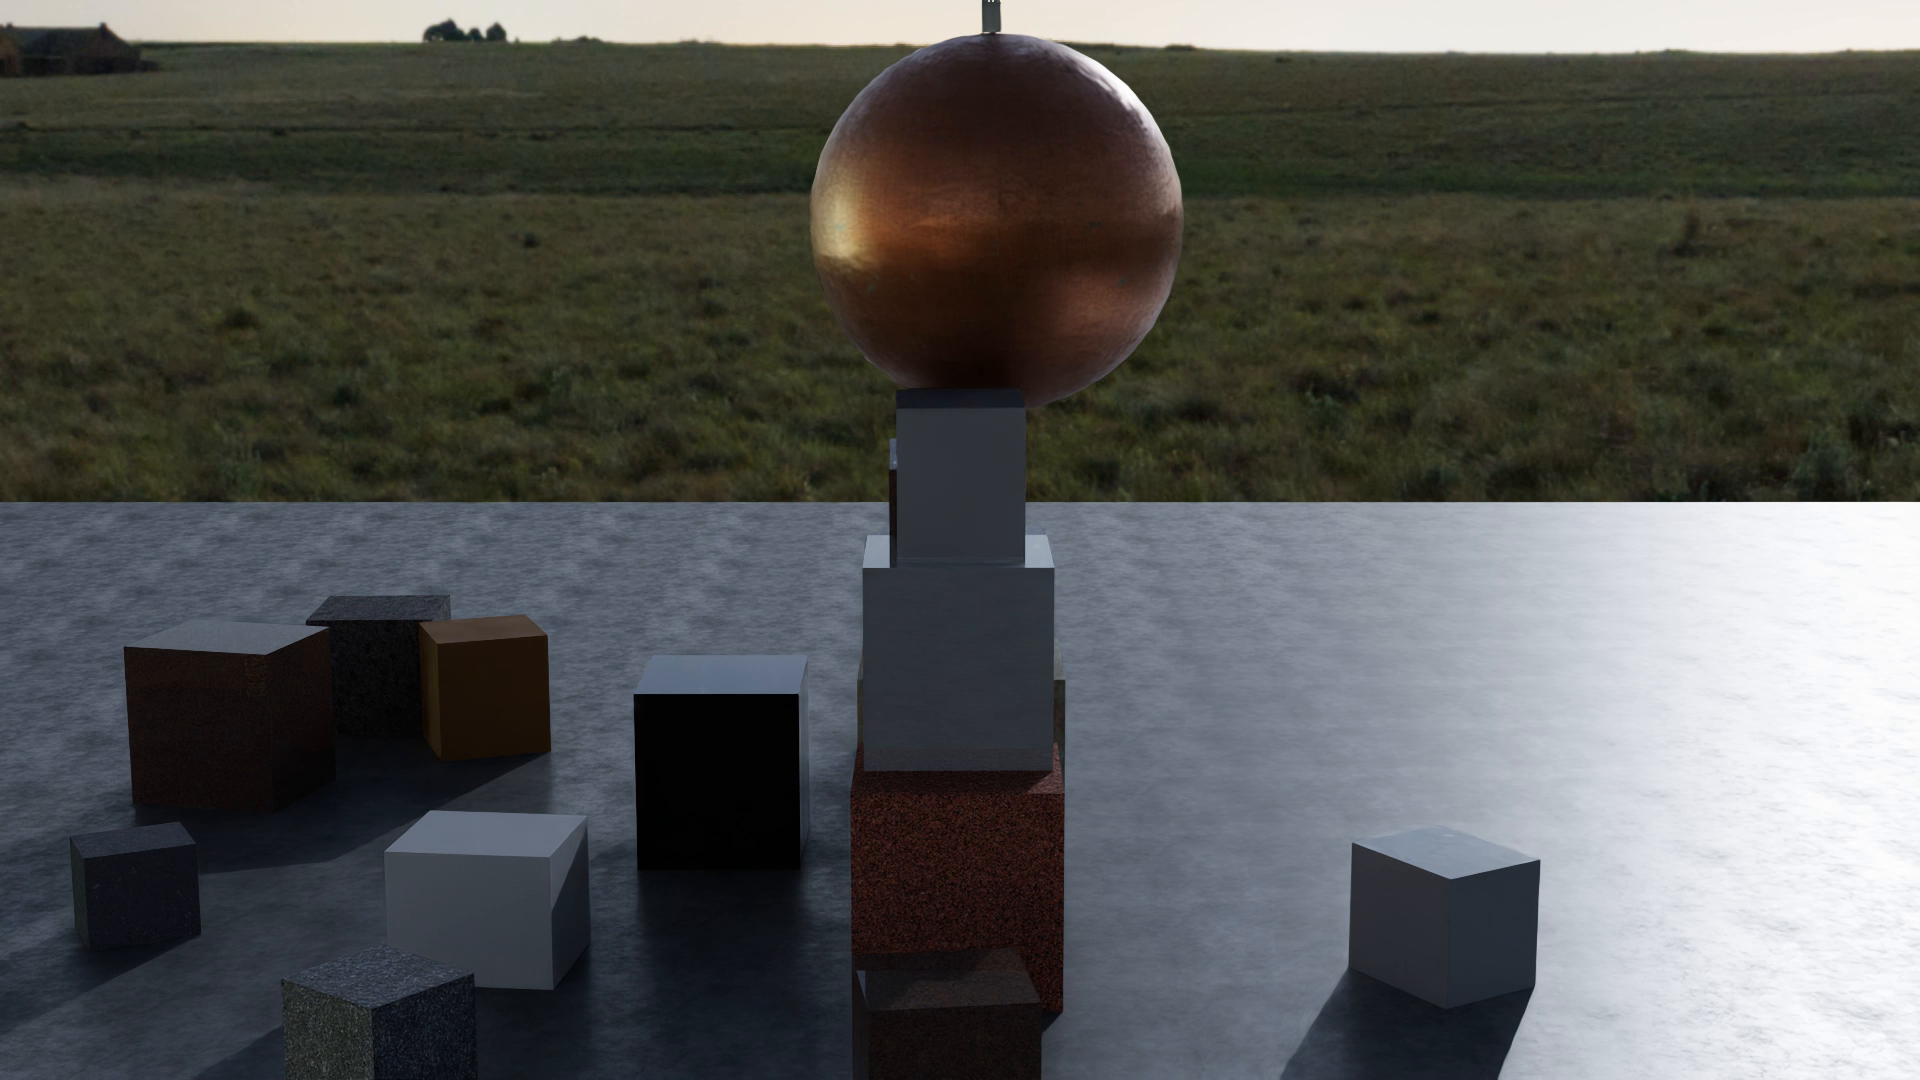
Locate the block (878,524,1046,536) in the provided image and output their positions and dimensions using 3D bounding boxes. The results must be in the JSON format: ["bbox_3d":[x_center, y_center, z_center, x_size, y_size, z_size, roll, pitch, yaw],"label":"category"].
[{"bbox_3d":[-0.003,0.333,12.349,0.798,0.694,0.707,1,10,4],"label":"block"}]

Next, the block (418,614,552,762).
[{"bbox_3d":[-2.516,0.774,13.569,0.573,0.623,0.561,-4,11,-21],"label":"block"}]

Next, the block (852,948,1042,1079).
[{"bbox_3d":[-0.052,1.723,8.668,0.570,0.509,0.542,-1,10,-8],"label":"block"}]

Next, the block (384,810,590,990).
[{"bbox_3d":[-1.873,1.426,10.224,0.657,0.535,0.568,1,10,6],"label":"block"}]

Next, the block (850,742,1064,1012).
[{"bbox_3d":[-0.010,1.301,10.019,0.800,0.855,0.741,0,10,0],"label":"block"}]

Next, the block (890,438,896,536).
[{"bbox_3d":[-0.027,-0.132,10.724,0.533,0.474,0.551,0,15,-1],"label":"block"}]

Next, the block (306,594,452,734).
[{"bbox_3d":[-3.171,0.678,14.074,0.668,0.630,0.653,0,10,-3],"label":"block"}]

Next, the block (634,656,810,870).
[{"bbox_3d":[-1.078,1.008,11.768,0.728,0.807,0.766,0,10,0],"label":"block"}]

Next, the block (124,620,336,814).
[{"bbox_3d":[-3.591,0.858,12.660,0.757,0.782,0.640,3,11,14],"label":"block"}]

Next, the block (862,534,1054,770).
[{"bbox_3d":[-0.009,0.435,10.167,0.730,0.797,0.703,0,10,0],"label":"block"}]

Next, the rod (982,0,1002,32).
[{"bbox_3d":[0.067,-4.693,10.327,0.080,5.200,0.080,-1,10,0],"label":"rod"}]

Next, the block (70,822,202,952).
[{"bbox_3d":[-3.414,1.428,10.619,0.444,0.390,0.355,-5,12,-27],"label":"block"}]

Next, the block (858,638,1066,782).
[{"bbox_3d":[0.004,0.990,11.484,0.893,0.943,0.823,0,10,0],"label":"block"}]

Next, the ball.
[{"bbox_3d":[0.154,-1.348,10.935,1.600,1.600,1.600,0,10,0],"label":"ball"}]

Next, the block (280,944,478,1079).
[{"bbox_3d":[-1.991,1.718,8.813,0.480,0.467,0.442,8,13,38],"label":"block"}]

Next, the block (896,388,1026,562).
[{"bbox_3d":[-0.003,-0.261,10.098,0.493,0.597,0.596,0,10,-1],"label":"block"}]

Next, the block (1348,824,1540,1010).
[{"bbox_3d":[1.895,1.466,10.063,0.467,0.514,0.561,-6,12,-32],"label":"block"}]
